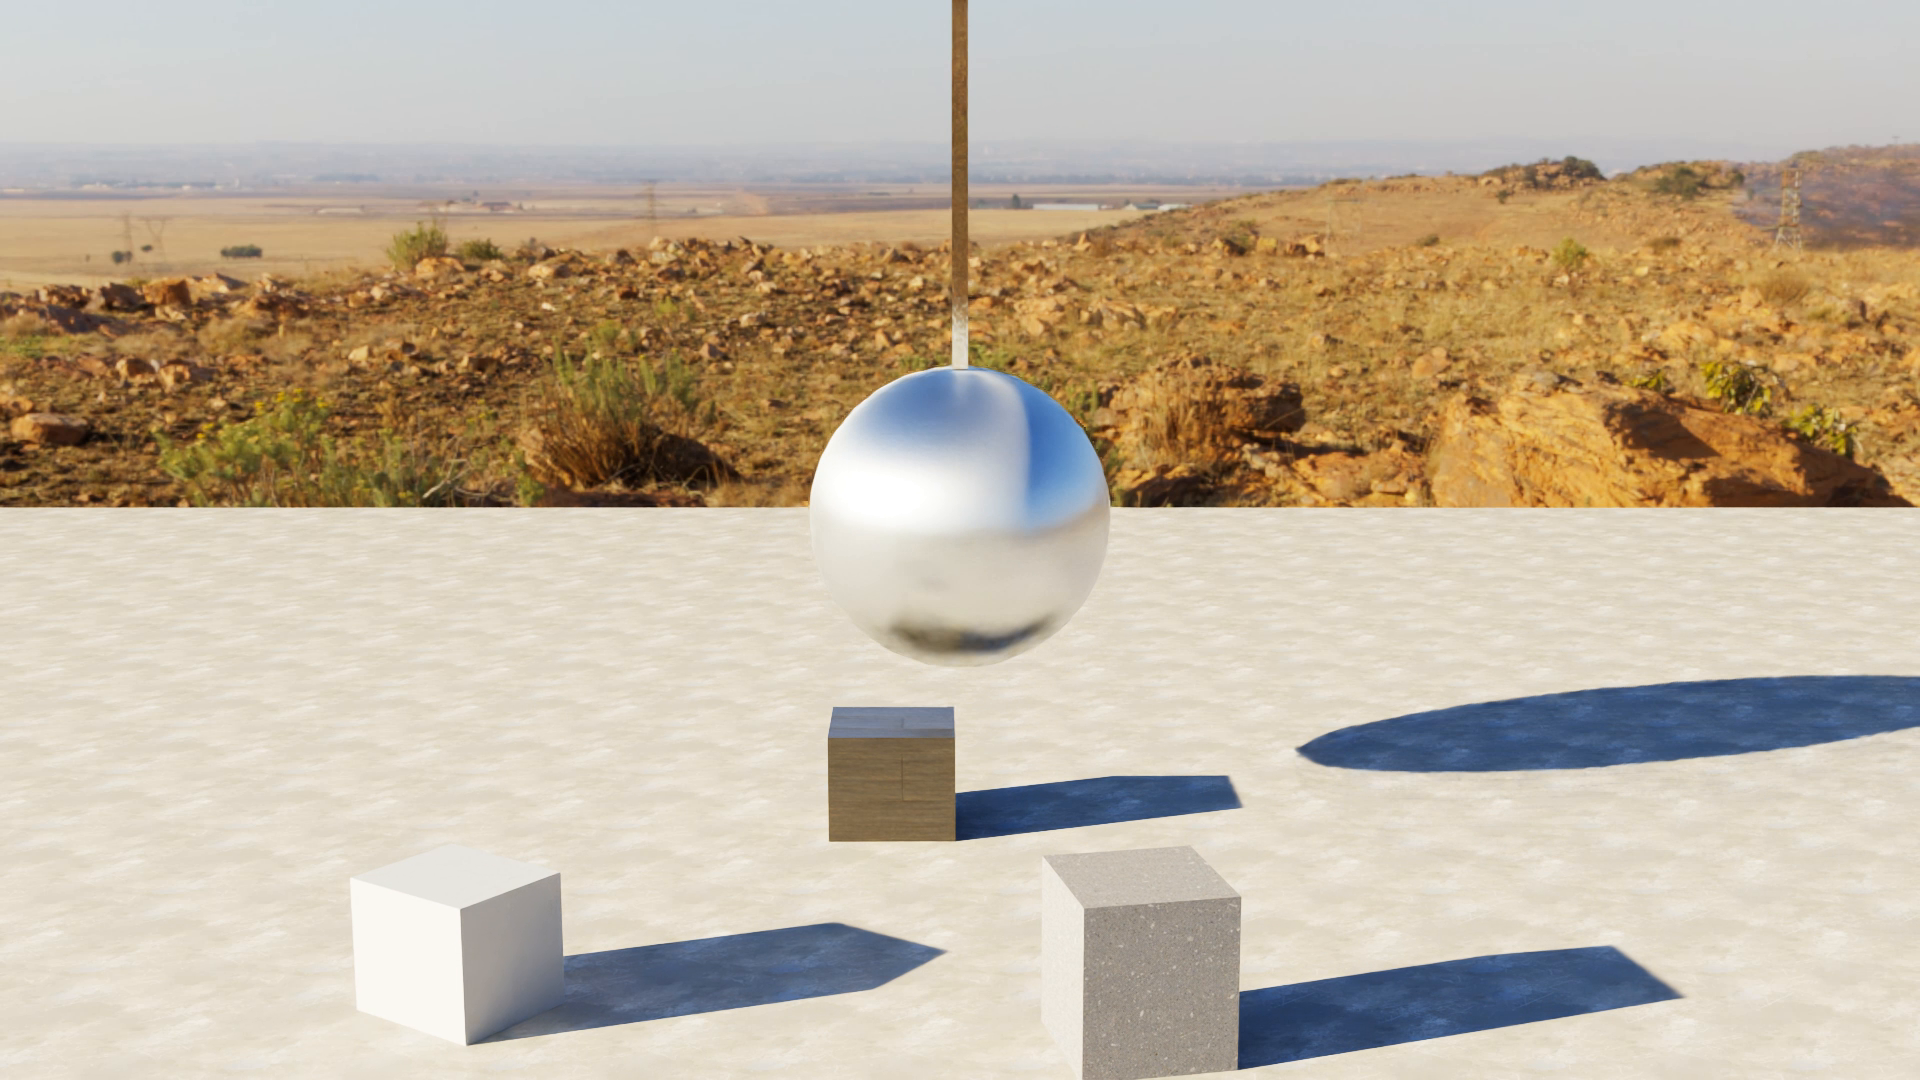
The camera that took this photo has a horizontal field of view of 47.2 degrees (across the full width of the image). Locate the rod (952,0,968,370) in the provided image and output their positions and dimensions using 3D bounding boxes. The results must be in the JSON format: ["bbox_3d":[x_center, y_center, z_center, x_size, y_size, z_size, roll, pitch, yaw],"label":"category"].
[{"bbox_3d":[0.000,-3.407,10.776,0.080,5.200,0.080,0,15,0],"label":"rod"}]

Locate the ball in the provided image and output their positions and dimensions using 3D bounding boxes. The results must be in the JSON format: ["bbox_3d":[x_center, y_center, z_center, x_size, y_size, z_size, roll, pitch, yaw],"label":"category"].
[{"bbox_3d":[0.000,-0.122,11.655,1.600,1.600,1.600,0,10,0],"label":"ball"}]

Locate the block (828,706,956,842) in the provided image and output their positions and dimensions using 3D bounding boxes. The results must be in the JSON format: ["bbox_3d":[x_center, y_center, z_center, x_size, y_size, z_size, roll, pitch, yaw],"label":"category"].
[{"bbox_3d":[-0.348,1.207,11.402,0.642,0.546,0.613,0,10,-1],"label":"block"}]

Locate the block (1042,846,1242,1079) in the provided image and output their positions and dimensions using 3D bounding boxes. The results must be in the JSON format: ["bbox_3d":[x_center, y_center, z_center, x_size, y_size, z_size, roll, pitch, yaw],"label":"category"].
[{"bbox_3d":[0.695,1.643,8.584,0.615,0.696,0.625,-2,11,-12],"label":"block"}]

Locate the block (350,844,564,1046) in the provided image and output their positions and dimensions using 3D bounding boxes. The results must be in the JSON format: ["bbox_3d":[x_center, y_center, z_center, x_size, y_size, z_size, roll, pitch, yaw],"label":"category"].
[{"bbox_3d":[-2.048,1.638,8.983,0.643,0.564,0.542,7,13,34],"label":"block"}]
